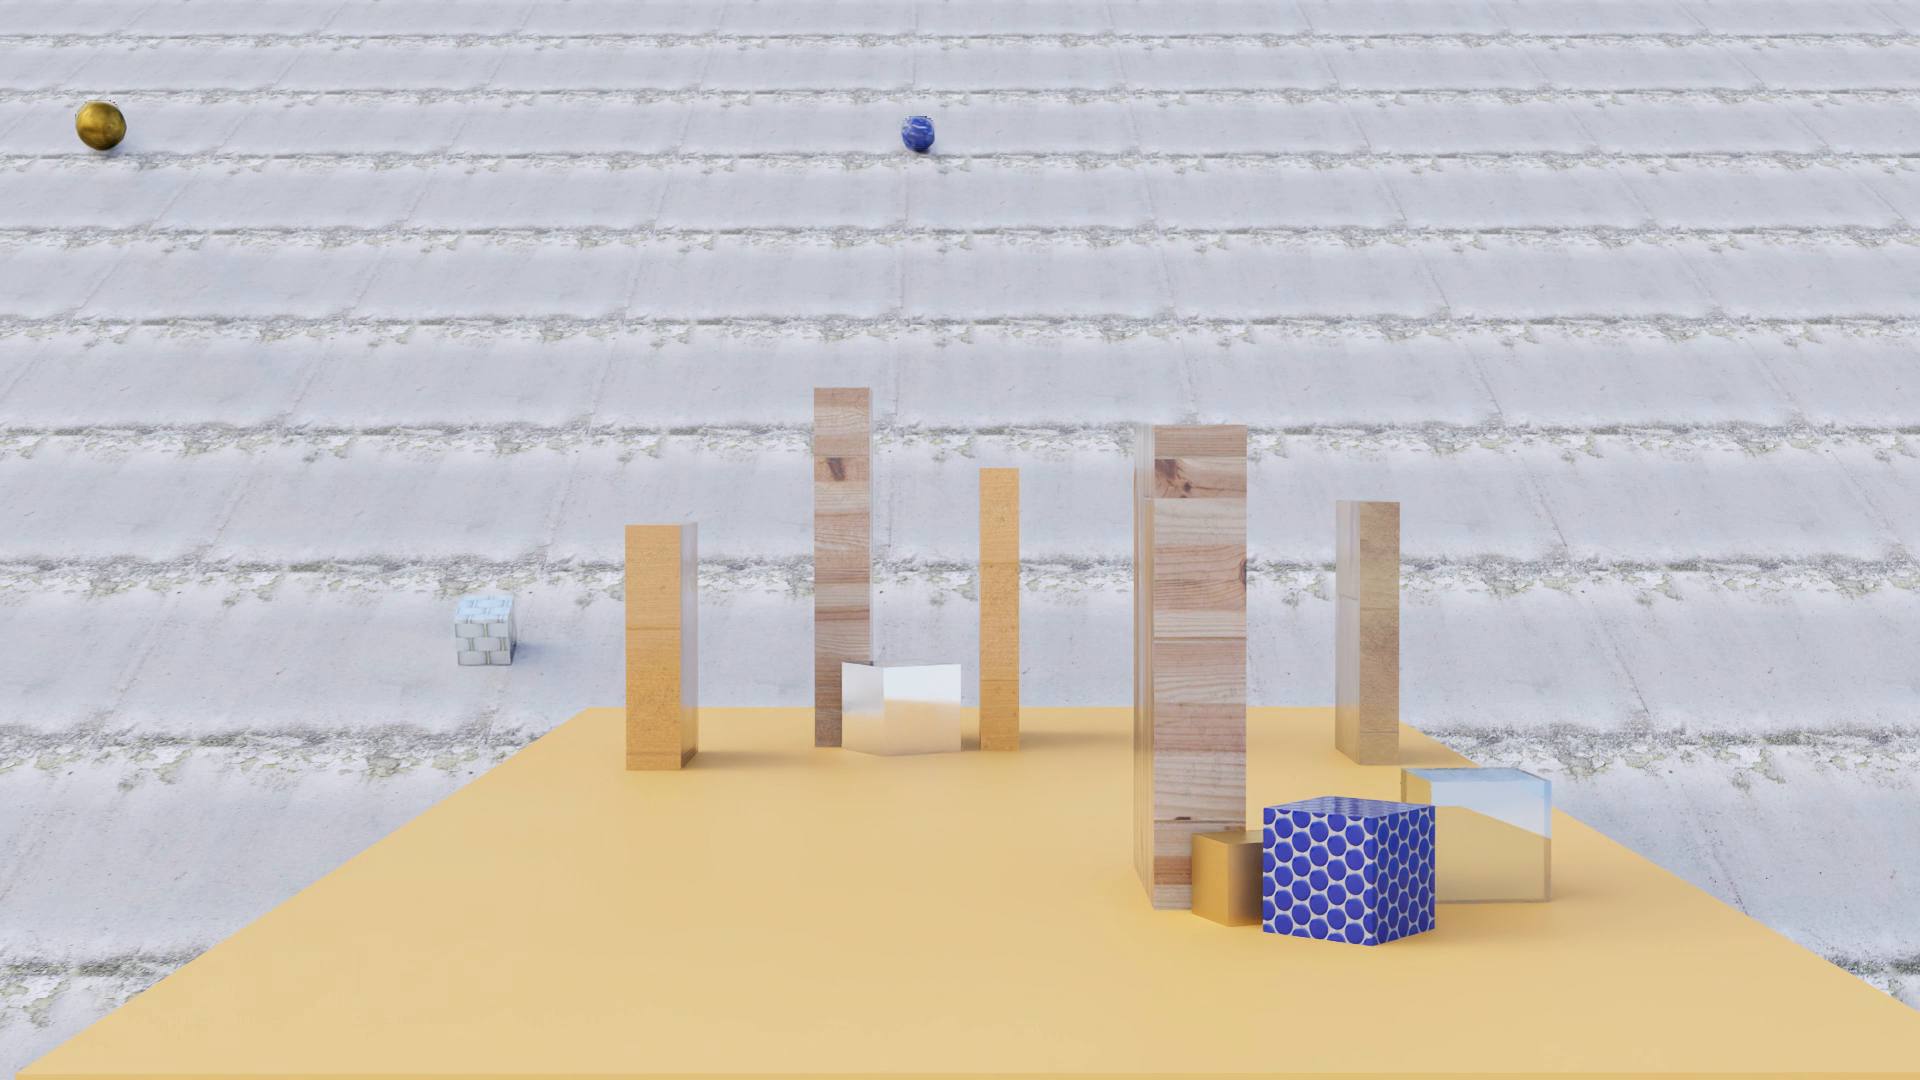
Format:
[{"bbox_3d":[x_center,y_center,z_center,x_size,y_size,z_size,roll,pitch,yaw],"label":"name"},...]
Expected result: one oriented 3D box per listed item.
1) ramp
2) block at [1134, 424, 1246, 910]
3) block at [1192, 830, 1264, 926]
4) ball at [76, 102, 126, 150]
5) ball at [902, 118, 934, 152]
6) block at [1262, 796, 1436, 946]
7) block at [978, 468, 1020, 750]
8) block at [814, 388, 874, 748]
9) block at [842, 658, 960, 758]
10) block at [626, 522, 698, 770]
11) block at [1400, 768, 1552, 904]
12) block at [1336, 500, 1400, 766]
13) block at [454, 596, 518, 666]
[{"bbox_3d":[0.058,0.527,4.564,2.000,0.100,4.000,0,2,0],"label":"ramp"},{"bbox_3d":[0.327,0.169,3.712,0.125,0.662,0.407,0,2,0],"label":"block"},{"bbox_3d":[0.384,0.452,3.456,0.109,0.109,0.109,-1,2,-21],"label":"block"},{"bbox_3d":[-3.715,-1.790,11.153,0.206,0.206,0.206,0,26,0],"label":"ball"},{"bbox_3d":[-0.181,-1.750,11.140,0.146,0.146,0.146,0,26,0],"label":"ball"},{"bbox_3d":[0.507,0.428,3.360,0.162,0.162,0.162,1,2,39],"label":"block"},{"bbox_3d":[0.085,0.144,5.722,0.083,0.605,0.409,0,2,0],"label":"block"},{"bbox_3d":[-0.256,0.057,5.710,0.120,0.780,0.240,0,2,0],"label":"block"},{"bbox_3d":[-0.127,0.358,5.529,0.187,0.187,0.187,-1,2,-31],"label":"block"},{"bbox_3d":[-0.614,0.212,5.333,0.110,0.491,0.351,0,2,0],"label":"block"},{"bbox_3d":[0.728,0.416,3.652,0.169,0.169,0.169,0,2,-5],"label":"block"},{"bbox_3d":[0.851,0.186,5.402,0.080,0.536,0.335,0,2,0],"label":"block"},{"bbox_3d":[-1.283,0.245,6.983,0.142,0.142,0.142,-1,26,-1],"label":"block"}]
